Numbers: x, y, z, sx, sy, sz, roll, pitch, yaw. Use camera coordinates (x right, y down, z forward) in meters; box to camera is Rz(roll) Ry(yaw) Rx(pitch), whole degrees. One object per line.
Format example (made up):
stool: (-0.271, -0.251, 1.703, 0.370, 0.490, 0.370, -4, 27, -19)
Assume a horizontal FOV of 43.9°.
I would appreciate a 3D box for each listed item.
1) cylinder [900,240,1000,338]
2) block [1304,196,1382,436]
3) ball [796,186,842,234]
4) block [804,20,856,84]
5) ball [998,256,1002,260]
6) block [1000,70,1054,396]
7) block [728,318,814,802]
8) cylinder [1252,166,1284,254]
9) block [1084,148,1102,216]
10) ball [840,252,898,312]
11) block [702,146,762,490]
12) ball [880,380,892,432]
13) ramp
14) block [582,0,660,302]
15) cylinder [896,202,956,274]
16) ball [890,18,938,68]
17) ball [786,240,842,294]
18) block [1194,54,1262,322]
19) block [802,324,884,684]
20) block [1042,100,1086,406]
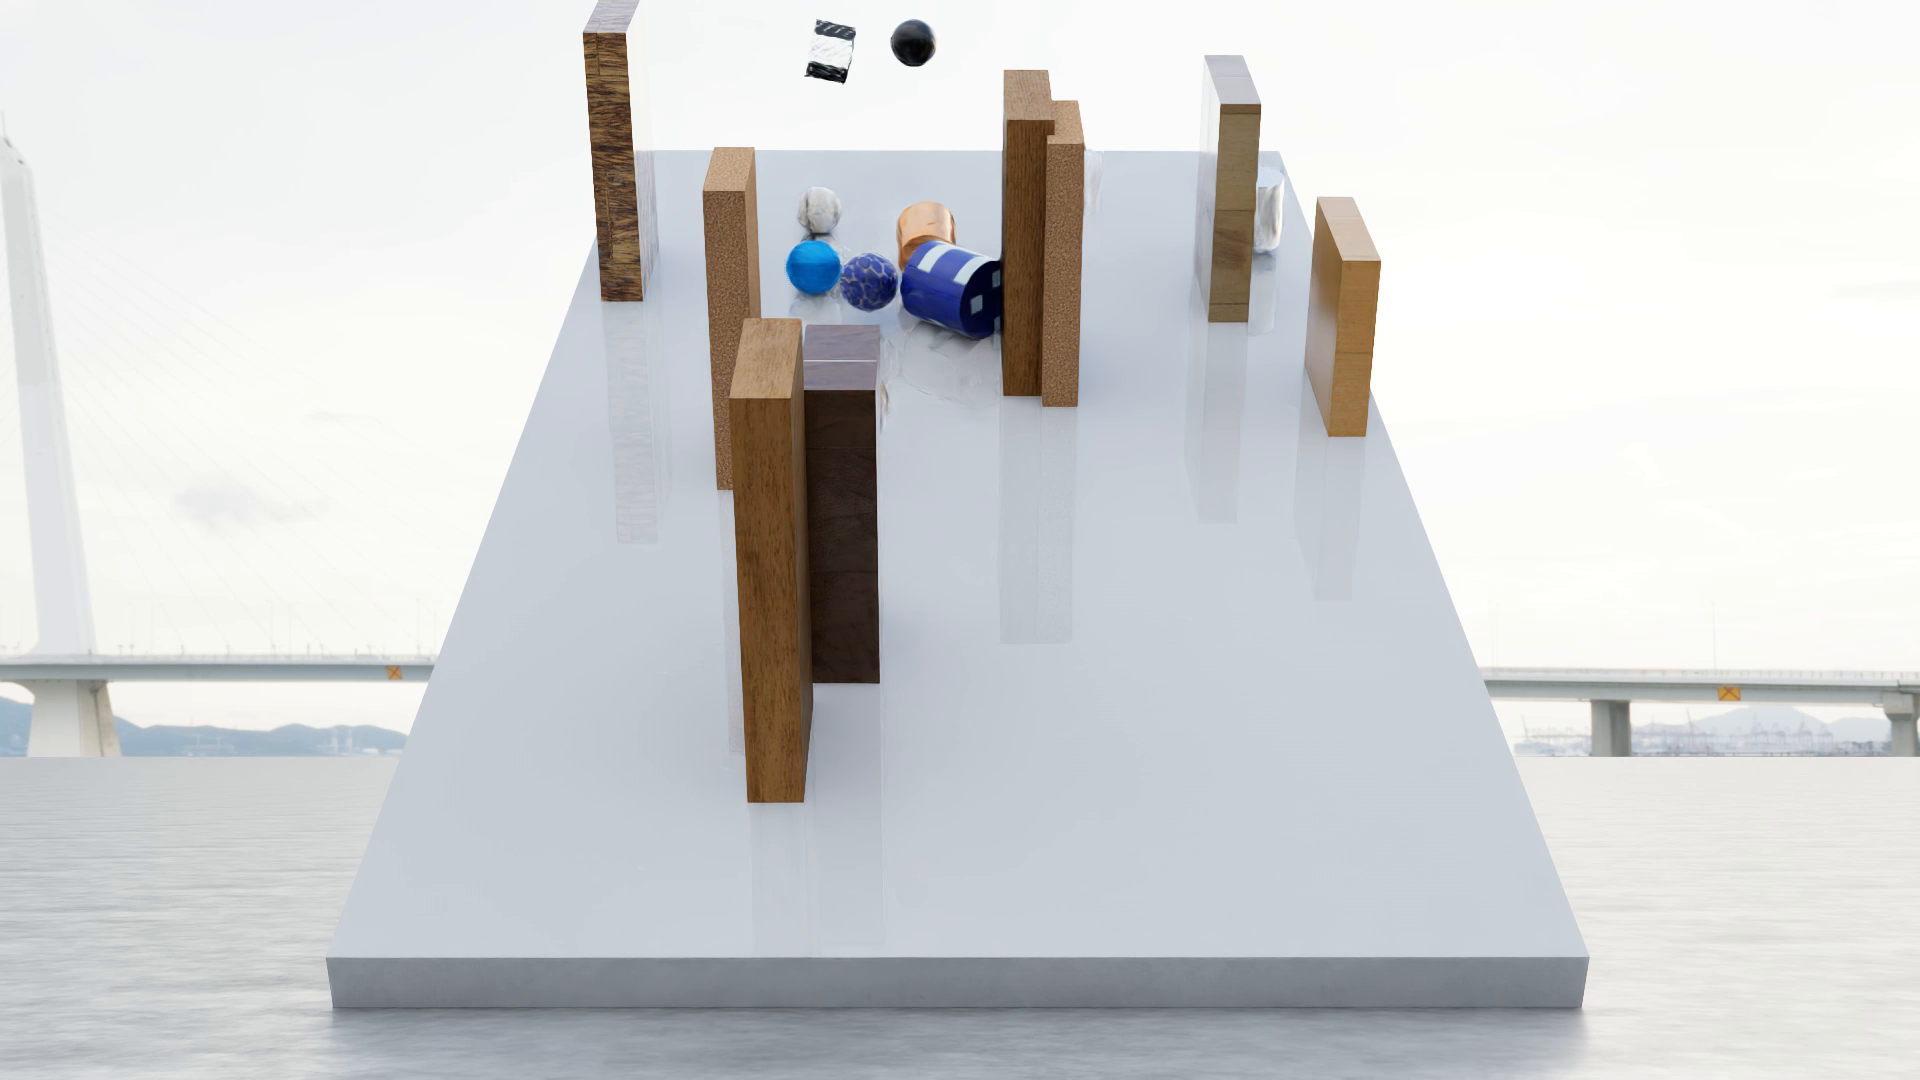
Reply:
cylinder: (-0.006, -0.633, 6.015, 0.204, 0.204, 0.204, 23, 10, 37)
block: (0.892, -0.528, 5.573, 0.087, 0.432, 0.424, 0, 28, 0)
ball: (-0.395, -0.920, 6.639, 0.130, 0.130, 0.130, 0, -5, 0)
block: (-0.381, -1.438, 7.010, 0.121, 0.121, 0.121, 11, -24, -8)
ball: (0.146, -0.679, 6.171, 0.140, 0.140, 0.140, 0, -5, 0)
block: (0.158, -0.737, 5.698, 0.108, 0.681, 0.394, 0, 28, 0)
block: (-0.321, 0.038, 4.119, 0.098, 0.771, 0.335, 0, 28, 0)
cylinder: (0.785, -0.903, 6.490, 0.186, 0.186, 0.186, -1, 28, 0)
block: (0.279, -1.020, 6.786, 0.174, 0.174, 0.174, -24, 36, -38)
ball: (-0.231, -0.653, 6.032, 0.151, 0.151, 0.151, 0, -5, 0)
block: (-0.490, -0.482, 5.199, 0.088, 0.689, 0.287, 0, 28, 0)
ball: (-0.243, -0.298, 5.317, 0.179, 0.179, 0.179, 0, -5, 0)
ramp: (-0.011, -0.224, 5.560, 2.000, 0.100, 4.000, 0, 28, 0)
block: (-0.880, -1.028, 6.216, 0.108, 0.711, 0.392, 0, 28, 0)
cylinder: (-0.088, -0.788, 6.315, 0.158, 0.158, 0.158, -2, -49, -2)
ball: (-0.125, -1.357, 6.501, 0.130, 0.130, 0.130, 0, -5, 0)
ball: (-0.383, -0.713, 6.230, 0.144, 0.144, 0.144, 0, -5, 0)
block: (0.686, -0.910, 6.146, 0.102, 0.576, 0.424, 0, 28, 0)
block: (-0.221, -0.068, 4.499, 0.139, 0.607, 0.303, 0, 28, 0)
block: (0.237, -0.677, 5.622, 0.083, 0.646, 0.326, 0, 28, 0)
